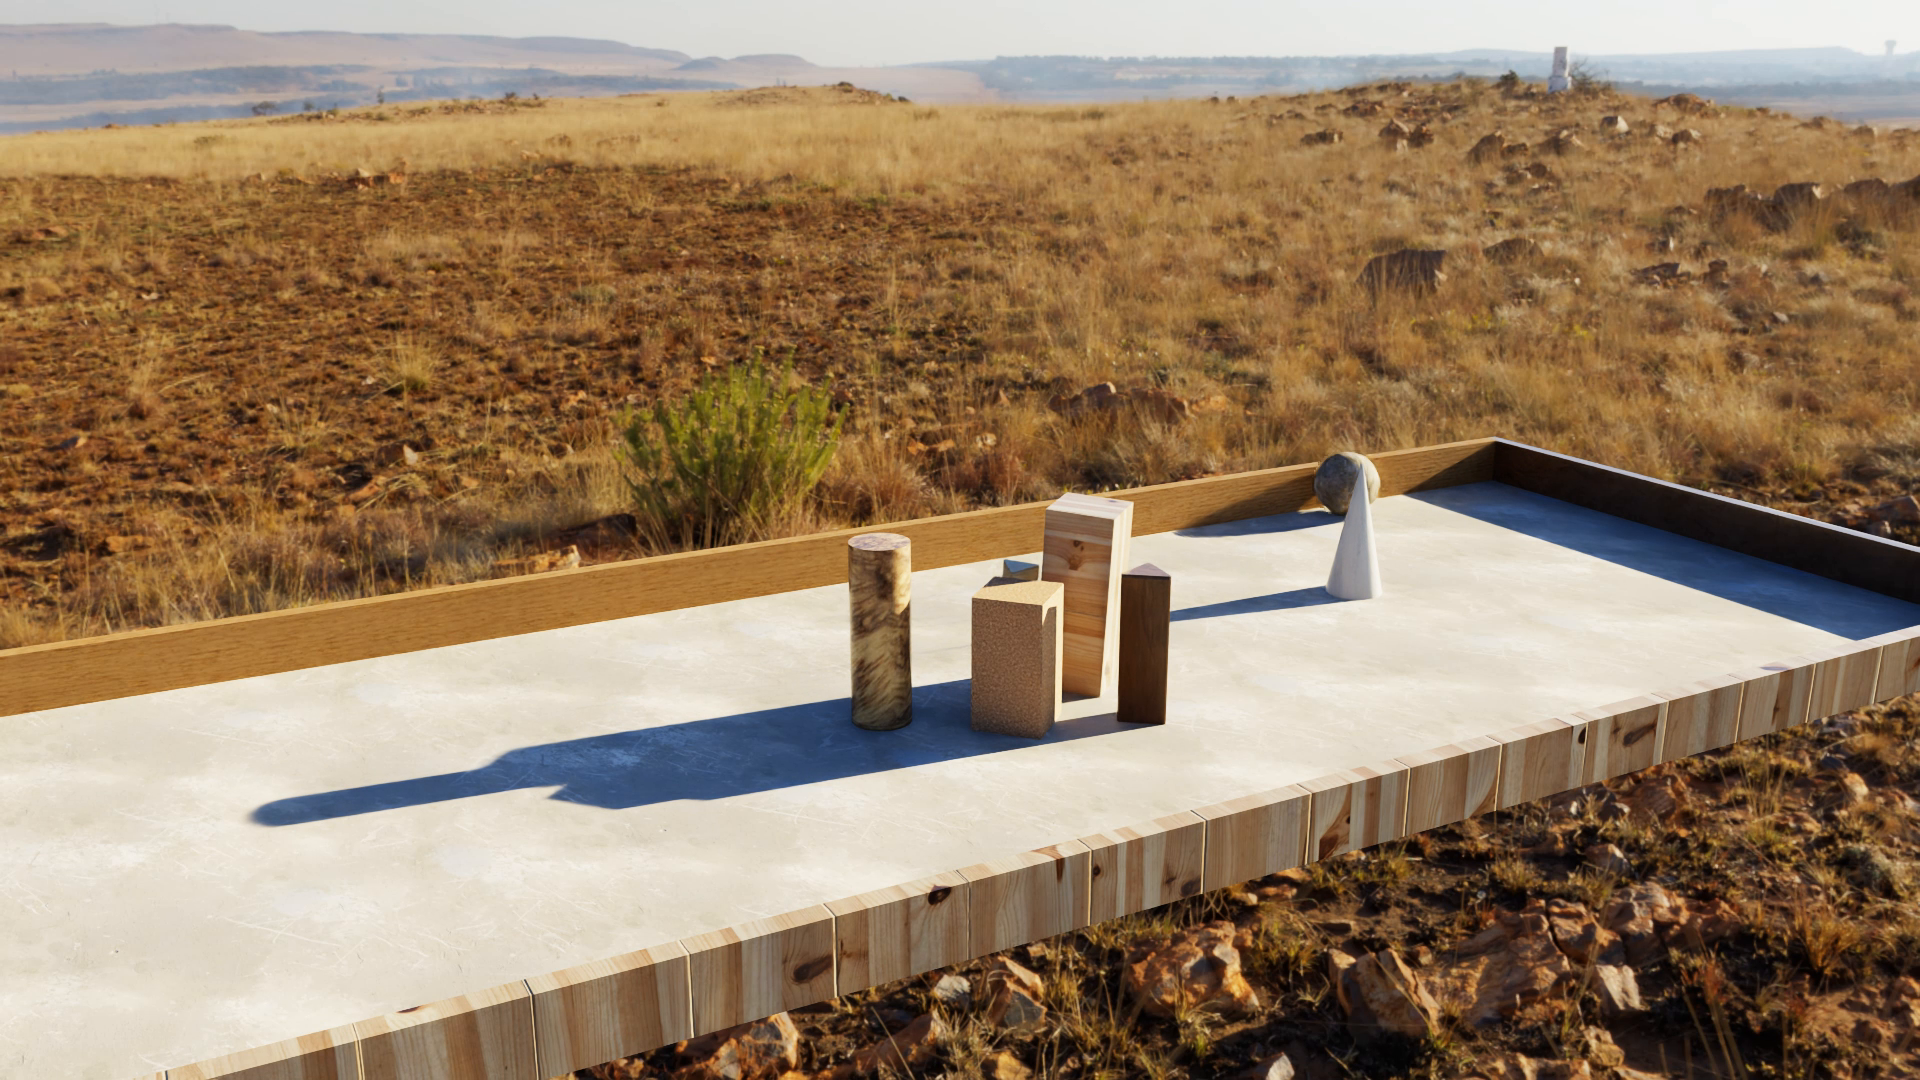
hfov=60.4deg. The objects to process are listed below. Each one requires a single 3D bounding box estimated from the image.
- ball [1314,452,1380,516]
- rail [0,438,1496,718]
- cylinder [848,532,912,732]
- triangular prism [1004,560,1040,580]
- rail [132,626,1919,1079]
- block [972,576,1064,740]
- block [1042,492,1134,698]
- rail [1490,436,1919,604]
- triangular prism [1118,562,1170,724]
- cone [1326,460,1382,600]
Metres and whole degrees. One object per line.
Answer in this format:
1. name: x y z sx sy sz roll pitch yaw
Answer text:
1. ball: 1.321 -0.192 5.625 0.217 0.217 0.217 0 16 0
2. rail: -3.305 0.497 3.399 12.000 0.150 0.050 -9 18 -27
3. cylinder: -0.185 0.214 3.845 0.144 0.440 0.144 0 16 0
4. triangular prism: 0.126 0.210 4.059 0.089 0.323 0.078 -14 26 -39
5. rail: -2.336 1.006 1.665 12.000 0.150 0.050 -9 18 -27
6. block: 0.134 0.272 3.849 0.170 0.326 0.170 6 17 19
7. block: 0.305 0.133 4.078 0.171 0.456 0.171 9 18 19
8. rail: 2.466 -0.048 5.253 0.050 0.150 2.100 -9 18 -27
9. triangular prism: 0.436 0.242 3.882 0.112 0.366 0.097 3 17 10
10. cone: 1.156 -0.042 4.787 0.164 0.401 0.164 0 16 0
